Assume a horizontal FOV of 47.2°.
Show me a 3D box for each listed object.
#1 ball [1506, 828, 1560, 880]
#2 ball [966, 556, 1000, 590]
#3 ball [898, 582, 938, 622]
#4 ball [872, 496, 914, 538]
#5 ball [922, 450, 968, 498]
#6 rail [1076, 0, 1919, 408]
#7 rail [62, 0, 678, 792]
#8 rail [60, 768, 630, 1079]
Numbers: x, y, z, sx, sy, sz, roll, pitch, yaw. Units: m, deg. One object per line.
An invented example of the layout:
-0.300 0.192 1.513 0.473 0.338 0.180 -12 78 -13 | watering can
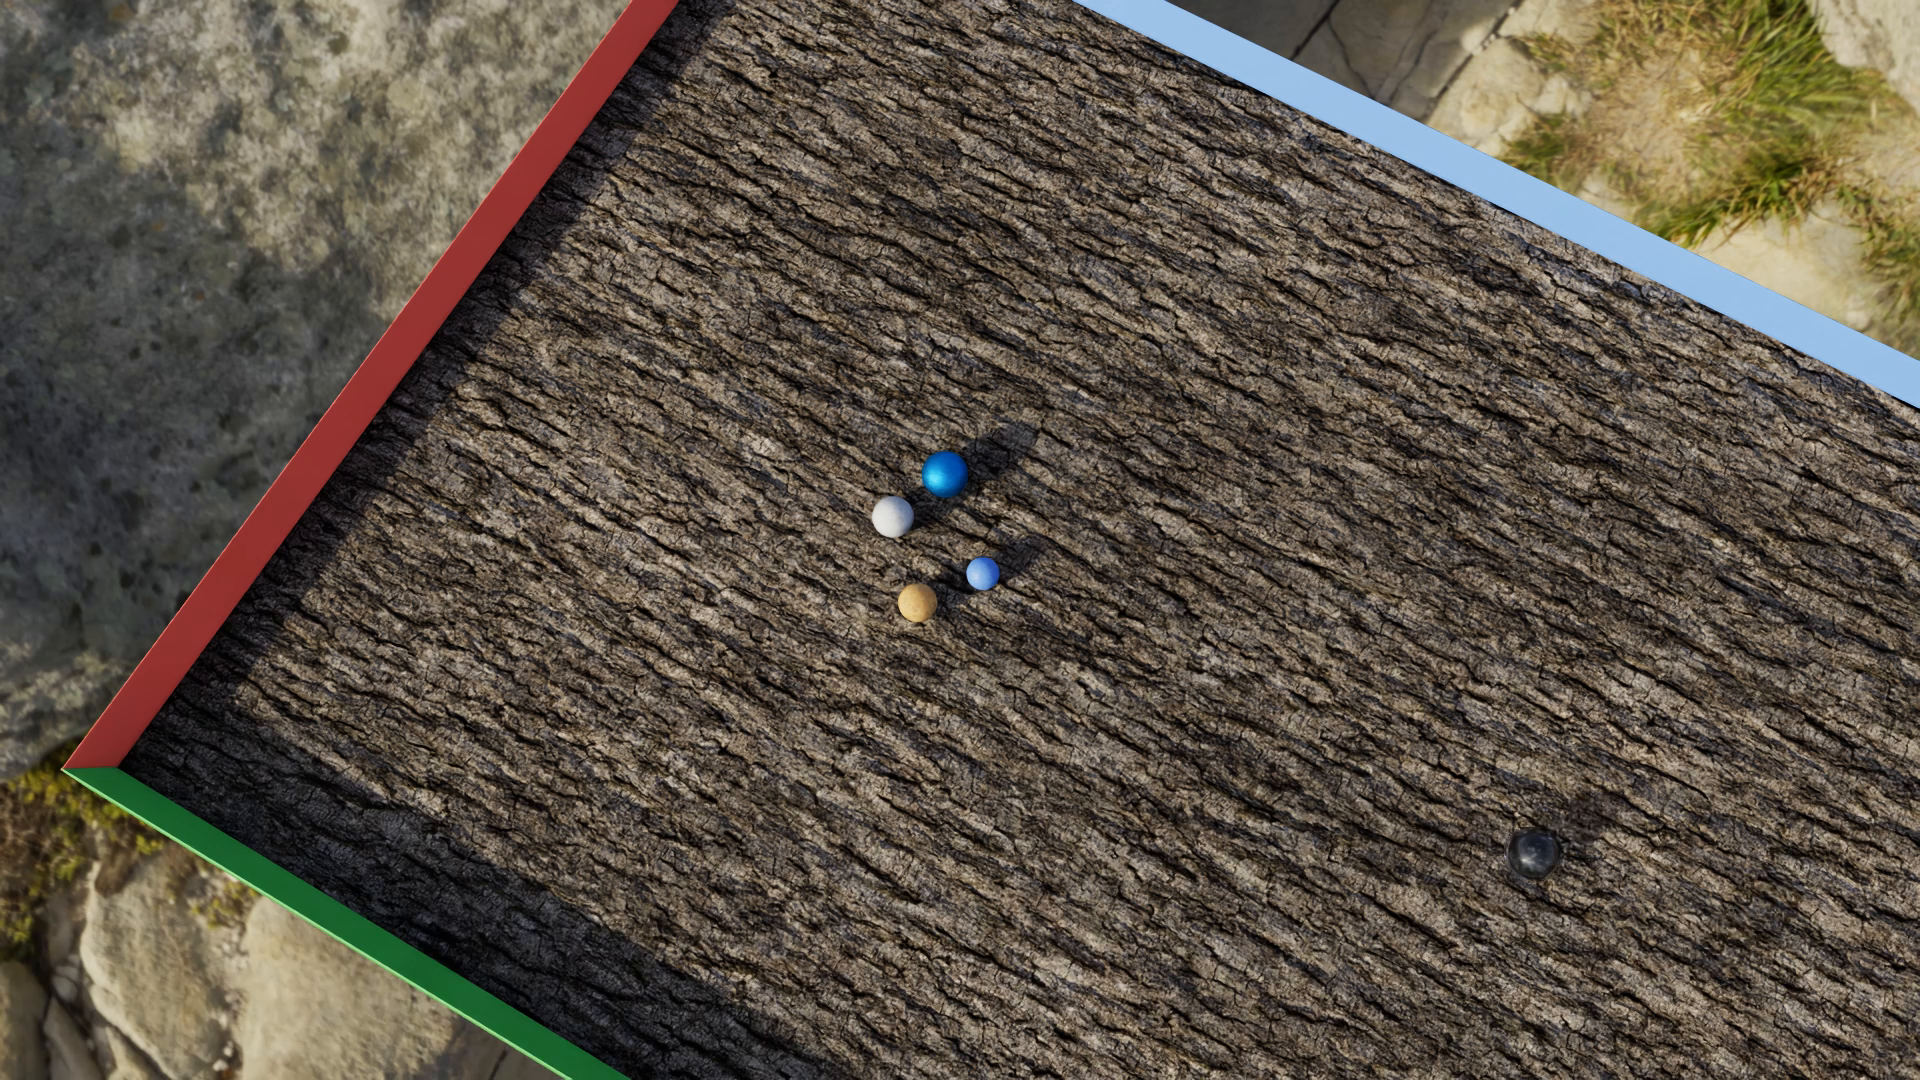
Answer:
0.854 0.469 3.279 0.078 0.078 0.078 0 69 0 | ball
0.036 0.052 3.451 0.053 0.053 0.053 0 69 0 | ball
-0.066 0.097 3.429 0.062 0.062 0.062 0 69 0 | ball
-0.106 -0.037 3.477 0.067 0.067 0.067 0 69 0 | ball
-0.024 -0.104 3.499 0.075 0.075 0.075 0 69 0 | ball
1.322 -0.353 3.579 3.847 0.101 0.045 28 72 10 | rail
-0.813 -0.444 3.614 0.045 0.101 2.008 28 72 10 | rail
0.345 1.235 2.973 3.847 0.101 0.045 28 72 10 | rail
